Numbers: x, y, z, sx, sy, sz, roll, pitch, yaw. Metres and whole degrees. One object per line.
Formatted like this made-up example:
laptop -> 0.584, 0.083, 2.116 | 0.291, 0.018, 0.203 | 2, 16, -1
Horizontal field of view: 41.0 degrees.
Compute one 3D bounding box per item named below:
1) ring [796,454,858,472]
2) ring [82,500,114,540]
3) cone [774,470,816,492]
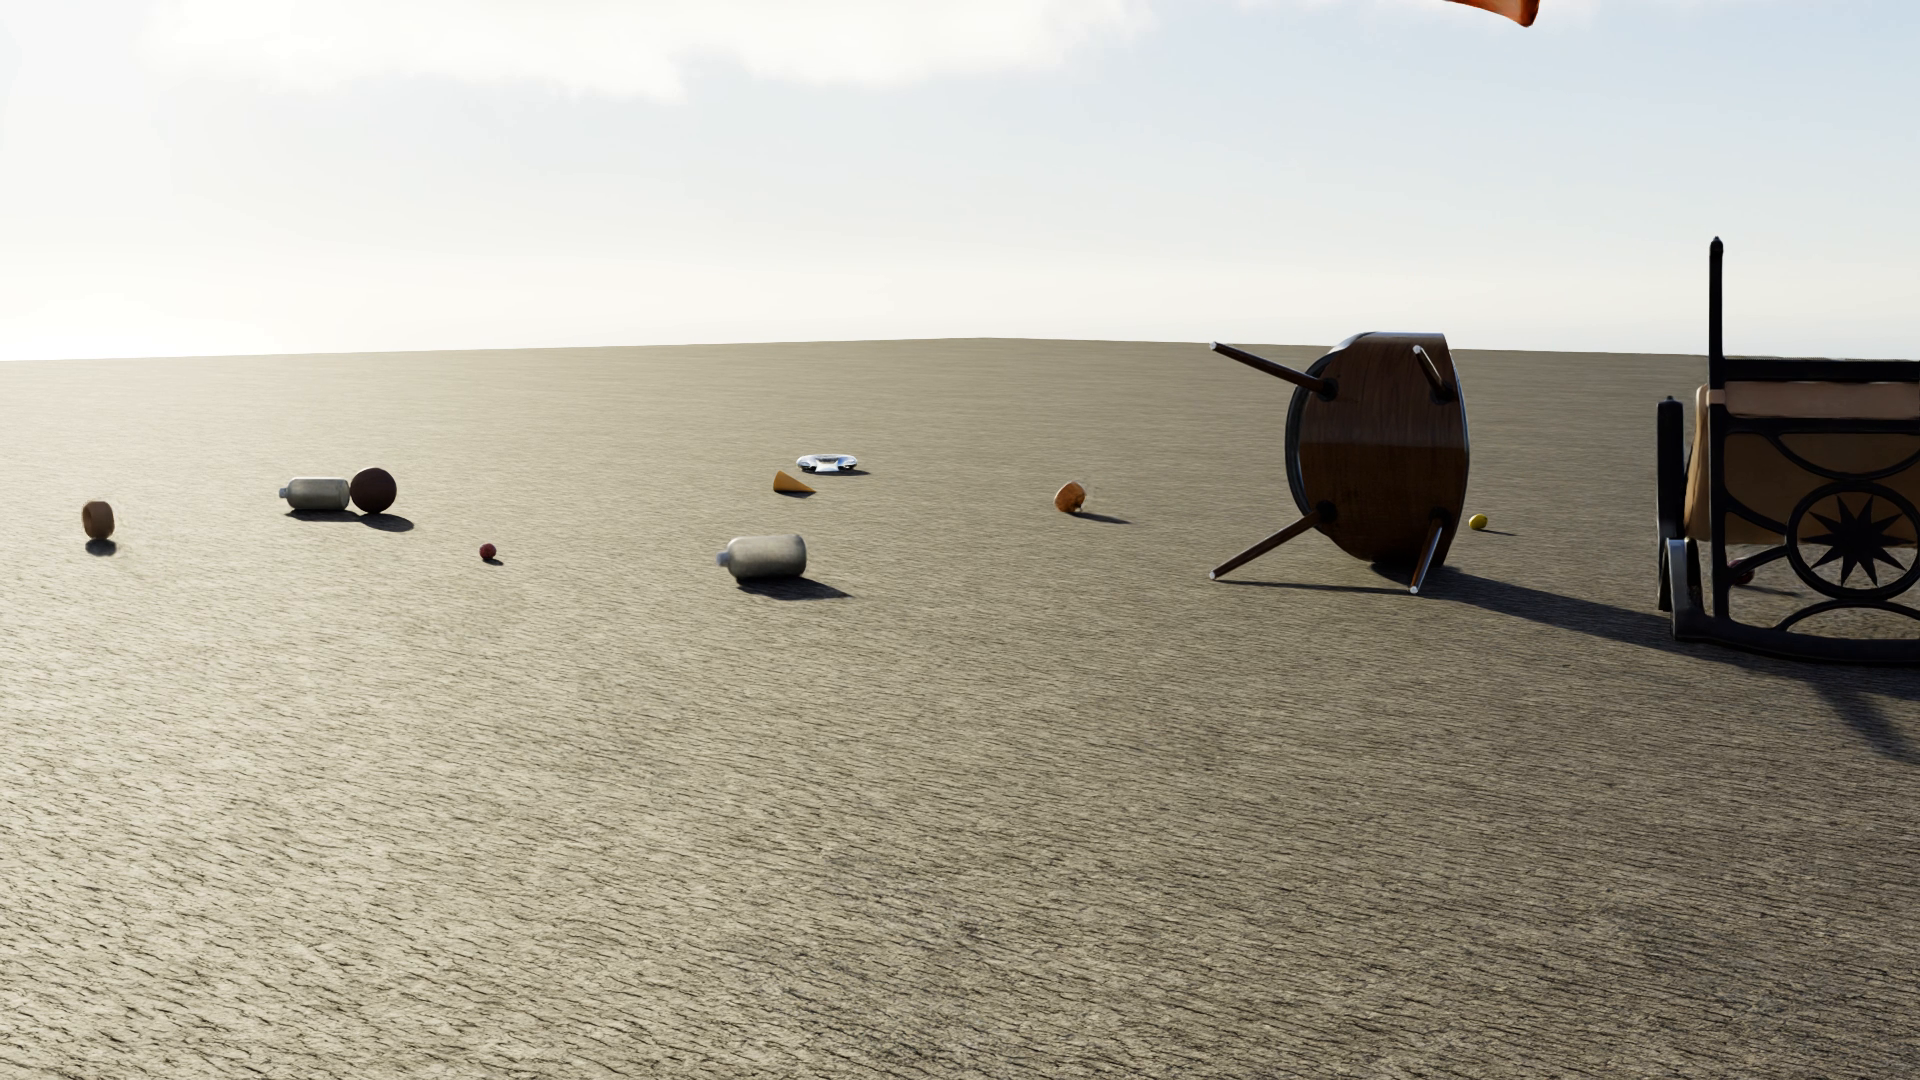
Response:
ring -> -0.452, -0.262, 8.724 | 0.207, 0.049, 0.213 | 2, 6, 21
ring -> -2.158, -0.049, 6.427 | 0.056, 0.101, 0.097 | -8, -30, -37
cone -> -0.496, -0.163, 7.840 | 0.134, 0.067, 0.065 | 16, -22, 13
